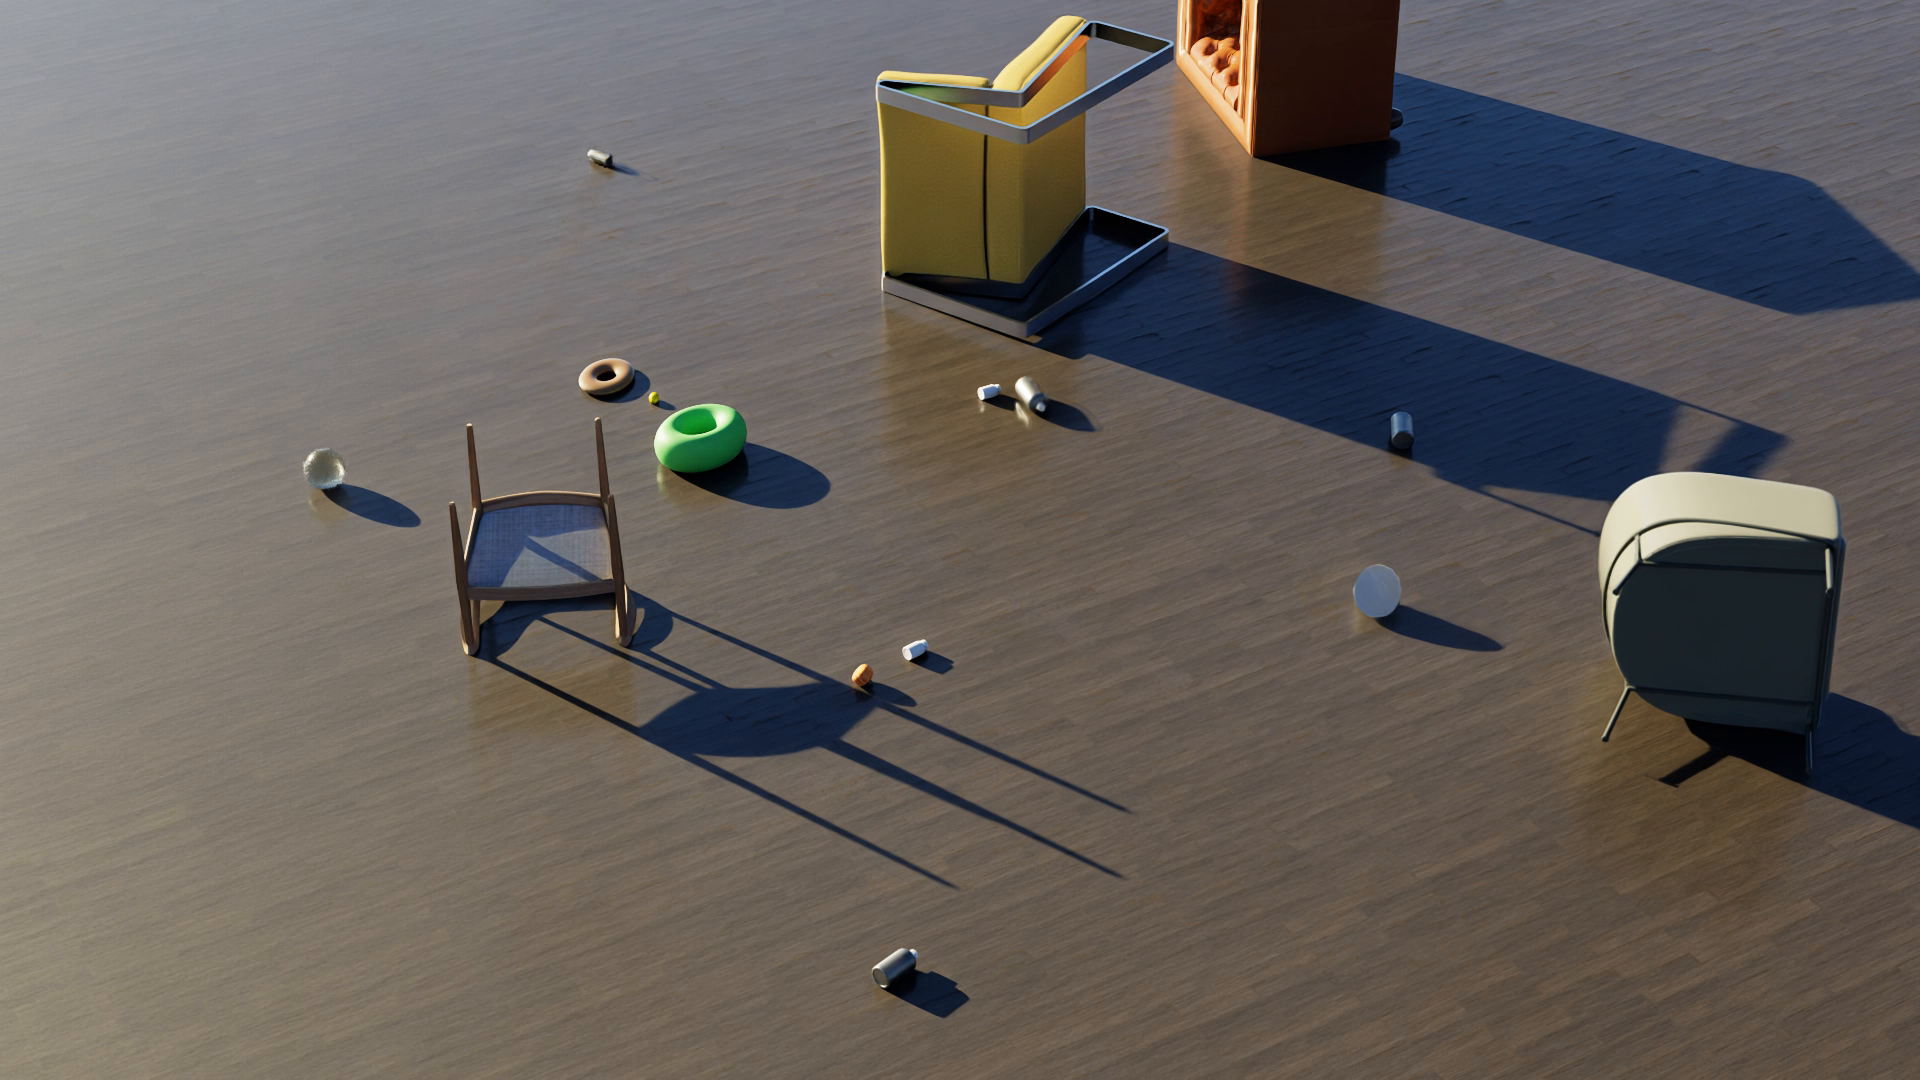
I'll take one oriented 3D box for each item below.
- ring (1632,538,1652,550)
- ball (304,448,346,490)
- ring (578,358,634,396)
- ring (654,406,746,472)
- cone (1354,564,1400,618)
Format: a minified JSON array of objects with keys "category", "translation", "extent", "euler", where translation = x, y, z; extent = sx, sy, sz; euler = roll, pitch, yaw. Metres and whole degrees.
[{"category":"ring","translation":[2.537,0.013,10.909],"extent":[0.066,0.018,0.071],"euler":[-20,38,-26]},{"category":"ball","translation":[-2.429,-0.271,11.214],"extent":[0.157,0.157,0.157],"euler":[0,33,0]},{"category":"ring","translation":[-1.435,-0.663,11.916],"extent":[0.217,0.039,0.281],"euler":[10,35,13]},{"category":"ring","translation":[-1.008,-0.396,11.407],"extent":[0.387,0.156,0.311],"euler":[-28,41,-34]},{"category":"cone","translation":[1.468,0.177,10.598],"extent":[0.186,0.192,0.184],"euler":[-11,7,-17]}]
